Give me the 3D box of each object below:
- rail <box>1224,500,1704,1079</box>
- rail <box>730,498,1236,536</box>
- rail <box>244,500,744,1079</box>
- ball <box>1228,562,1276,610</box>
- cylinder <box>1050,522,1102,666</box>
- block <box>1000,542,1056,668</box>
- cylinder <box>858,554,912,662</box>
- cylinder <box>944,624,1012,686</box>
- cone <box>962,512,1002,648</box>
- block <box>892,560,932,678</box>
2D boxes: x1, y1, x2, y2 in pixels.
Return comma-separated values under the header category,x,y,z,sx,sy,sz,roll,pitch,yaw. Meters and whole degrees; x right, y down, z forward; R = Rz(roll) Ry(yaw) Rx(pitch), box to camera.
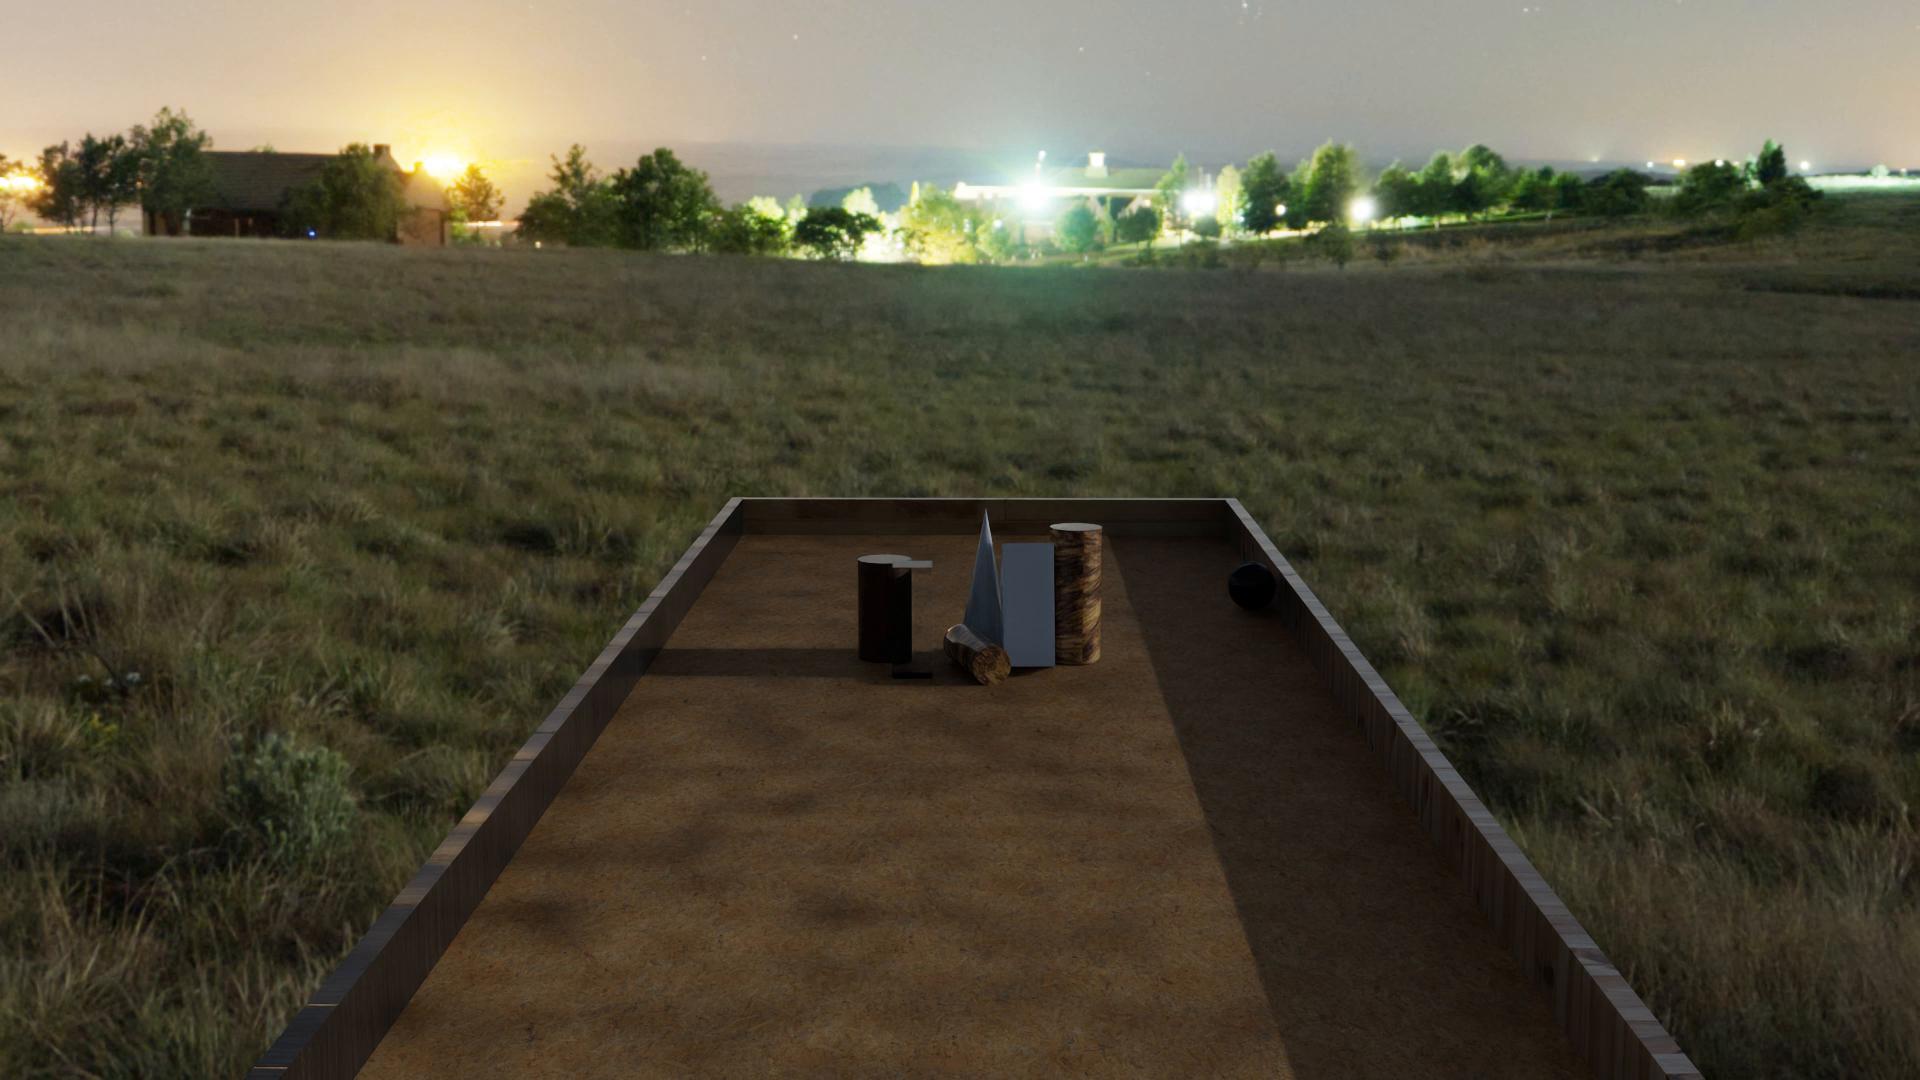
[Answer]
category,x,y,z,sx,sy,sz,roll,pitch,yaw
rail,1.046,0.843,3.208,0.050,0.150,12.000,0,9,1
rail,0.099,-0.098,9.147,2.100,0.150,0.050,0,9,1
rail,-1.004,0.839,3.234,0.050,0.150,12.000,0,9,1
ball,0.996,0.157,7.500,0.162,0.162,0.162,0,9,0
cylinder,0.349,0.163,6.664,0.159,0.411,0.159,0,9,0
block,0.200,0.196,6.537,0.150,0.362,0.150,0,-4,-2
cylinder,-0.229,0.209,6.718,0.165,0.305,0.165,0,9,0
cylinder,0.048,0.337,6.513,0.116,0.116,0.344,-2,9,-15
cone,0.078,0.127,6.744,0.178,0.458,0.178,0,9,0
block,-0.139,0.234,6.478,0.115,0.331,0.115,0,9,0
